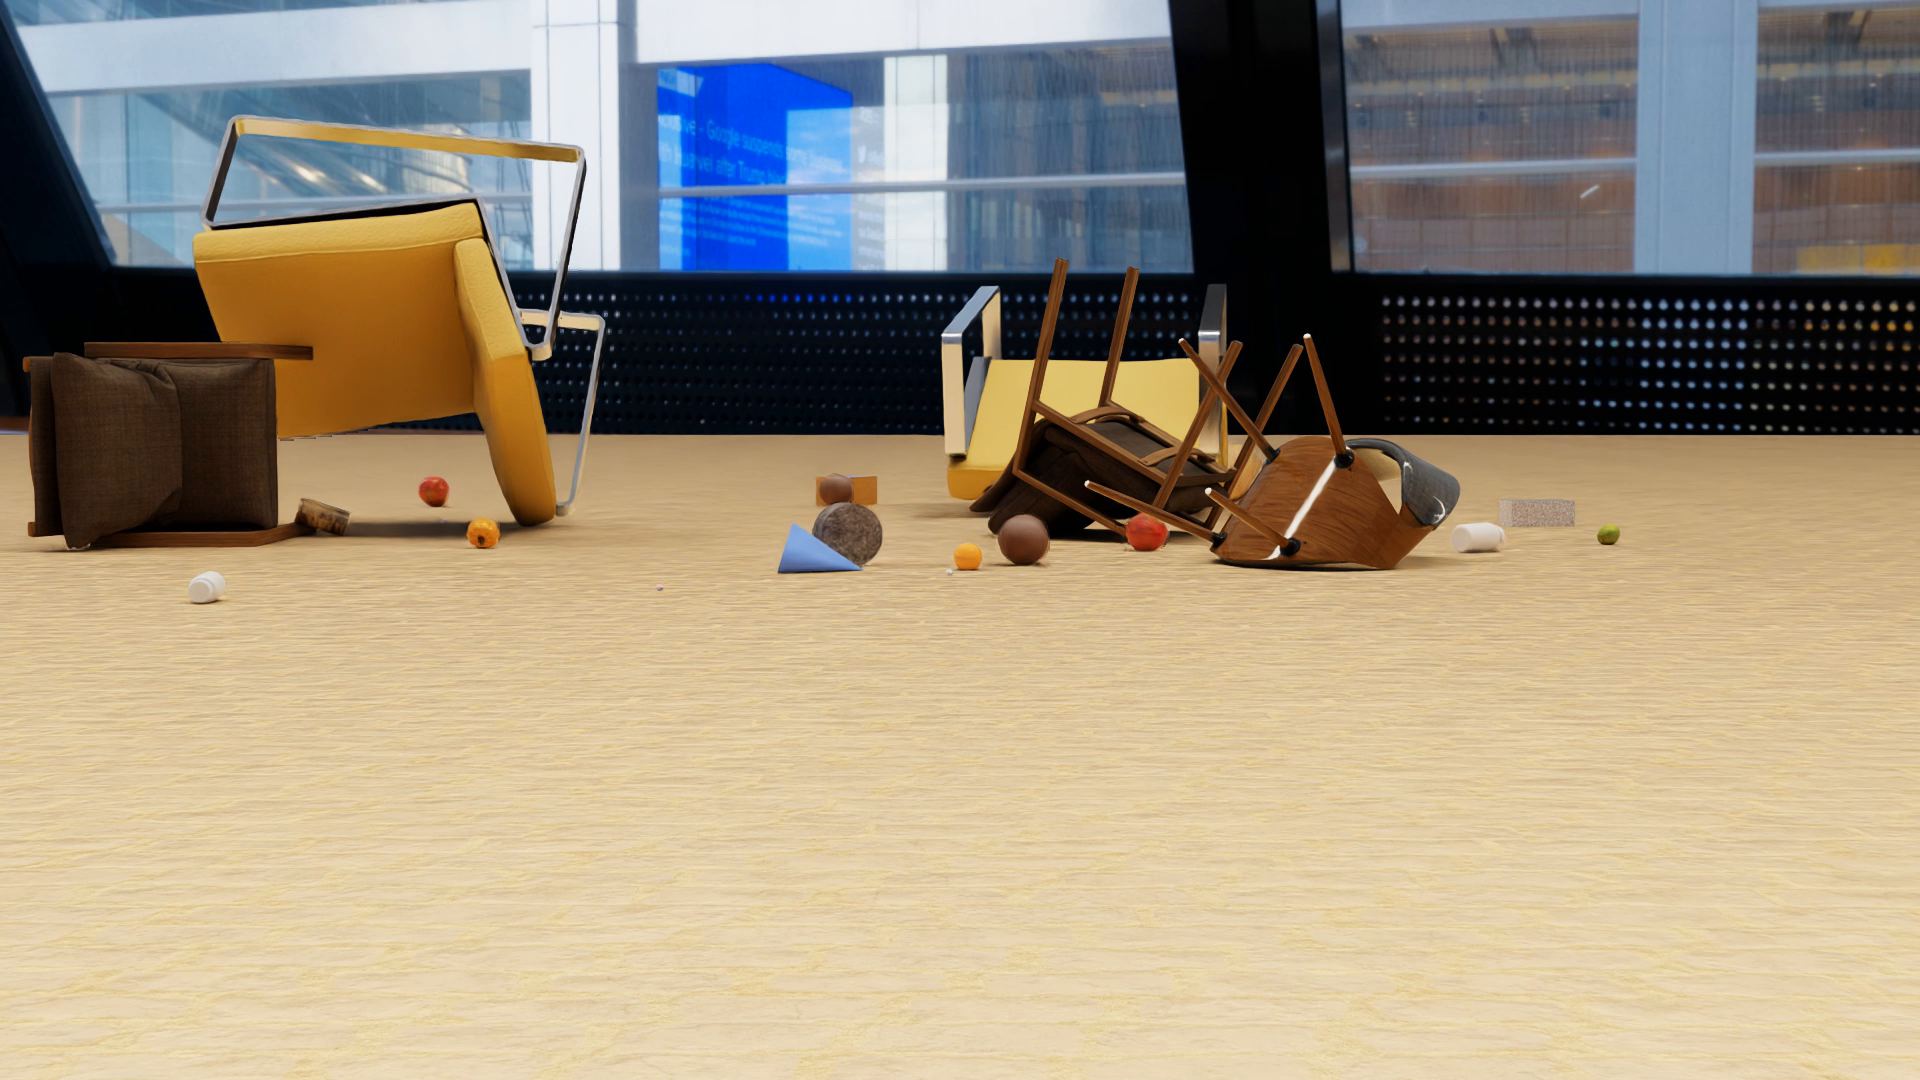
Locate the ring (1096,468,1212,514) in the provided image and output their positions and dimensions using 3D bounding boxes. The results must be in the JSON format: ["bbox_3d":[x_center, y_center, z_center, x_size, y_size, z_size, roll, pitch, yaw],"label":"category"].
[{"bbox_3d":[0.698,-0.173,7.904,0.420,0.153,0.173,-1,13,2],"label":"ring"}]

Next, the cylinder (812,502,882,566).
[{"bbox_3d":[-0.285,-0.013,5.570,0.165,0.160,0.069,8,1,-24],"label":"cylinder"}]

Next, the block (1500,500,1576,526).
[{"bbox_3d":[1.897,-0.089,7.232,0.212,0.084,0.123,0,4,-5],"label":"block"}]

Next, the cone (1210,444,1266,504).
[{"bbox_3d":[1.050,-0.207,8.712,0.234,0.256,0.263,16,38,26],"label":"cone"}]

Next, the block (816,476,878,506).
[{"bbox_3d":[-0.437,-0.191,8.524,0.149,0.109,0.195,2,5,32],"label":"block"}]

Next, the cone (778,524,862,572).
[{"bbox_3d":[-0.333,0.047,5.434,0.203,0.112,0.236,17,17,-3],"label":"cone"}]

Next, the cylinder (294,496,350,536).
[{"bbox_3d":[-1.950,-0.073,6.724,0.149,0.079,0.108,18,4,-17],"label":"cylinder"}]
